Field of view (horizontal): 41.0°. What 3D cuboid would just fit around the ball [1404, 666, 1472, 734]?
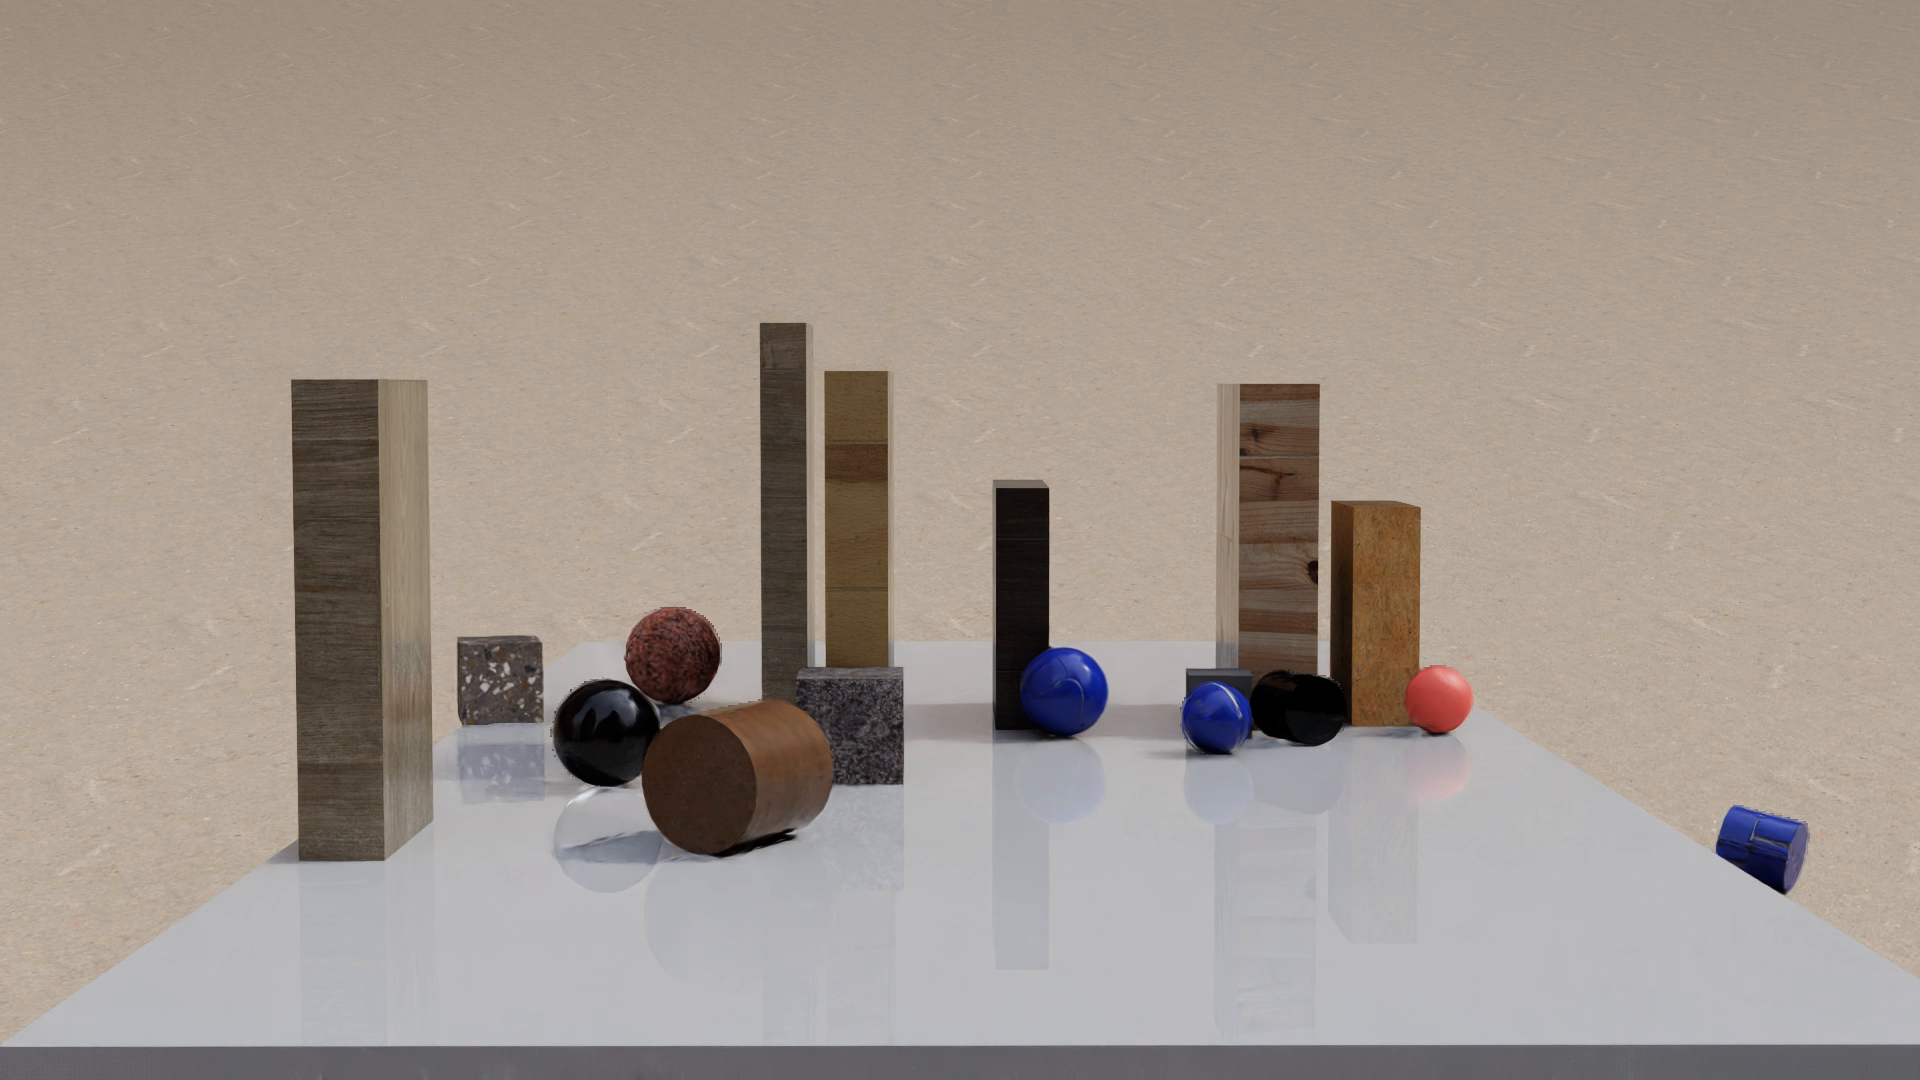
[{"bbox_3d":[0.894,0.299,4.802,0.124,0.124,0.124,0,20,0],"label":"ball"}]

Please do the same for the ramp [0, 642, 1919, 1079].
[{"bbox_3d":[0.047,0.428,4.533,2.000,0.100,4.000,0,3,0],"label":"ramp"}]

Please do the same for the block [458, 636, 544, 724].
[{"bbox_3d":[-0.899,0.272,5.020,0.154,0.154,0.154,-1,4,-14],"label":"block"}]

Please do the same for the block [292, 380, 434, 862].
[{"bbox_3d":[-0.847,0.101,3.662,0.117,0.659,0.330,0,3,0],"label":"block"}]

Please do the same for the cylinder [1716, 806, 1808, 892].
[{"bbox_3d":[1.713,0.660,5.494,0.149,0.149,0.149,13,24,32],"label":"cylinder"}]

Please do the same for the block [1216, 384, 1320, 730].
[{"bbox_3d":[0.598,0.021,5.027,0.149,0.652,0.419,0,3,0],"label":"block"}]

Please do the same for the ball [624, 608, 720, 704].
[{"bbox_3d":[-0.589,0.237,5.261,0.195,0.195,0.195,0,20,0],"label":"ball"}]

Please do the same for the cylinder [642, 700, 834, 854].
[{"bbox_3d":[-0.314,0.334,3.646,0.195,0.195,0.195,12,9,29],"label":"cylinder"}]

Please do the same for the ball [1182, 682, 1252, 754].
[{"bbox_3d":[0.455,0.315,4.544,0.125,0.125,0.125,0,20,0],"label":"ball"}]

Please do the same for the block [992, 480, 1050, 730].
[{"bbox_3d":[0.117,0.118,5.042,0.101,0.457,0.421,0,3,0],"label":"block"}]

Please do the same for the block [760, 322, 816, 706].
[{"bbox_3d":[-0.343,-0.044,5.132,0.090,0.771,0.277,0,3,0],"label":"block"}]

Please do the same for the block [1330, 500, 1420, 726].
[{"bbox_3d":[0.810,0.138,5.028,0.128,0.418,0.290,0,3,0],"label":"block"}]

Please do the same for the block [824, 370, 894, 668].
[{"bbox_3d":[-0.175,0.040,4.544,0.107,0.674,0.412,0,3,0],"label":"block"}]

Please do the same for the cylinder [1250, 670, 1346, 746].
[{"bbox_3d":[0.616,0.305,4.683,0.125,0.125,0.125,-9,7,-24],"label":"cylinder"}]

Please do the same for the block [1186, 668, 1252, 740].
[{"bbox_3d":[0.482,0.304,4.778,0.117,0.117,0.117,0,3,3],"label":"block"}]

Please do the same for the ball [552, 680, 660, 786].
[{"bbox_3d":[-0.573,0.313,4.167,0.174,0.174,0.174,0,20,0],"label":"ball"}]

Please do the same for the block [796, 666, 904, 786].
[{"bbox_3d":[-0.181,0.307,4.265,0.174,0.174,0.174,0,3,-1],"label":"block"}]

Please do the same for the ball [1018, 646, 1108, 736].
[{"bbox_3d":[0.191,0.281,4.762,0.166,0.166,0.166,0,20,0],"label":"ball"}]
